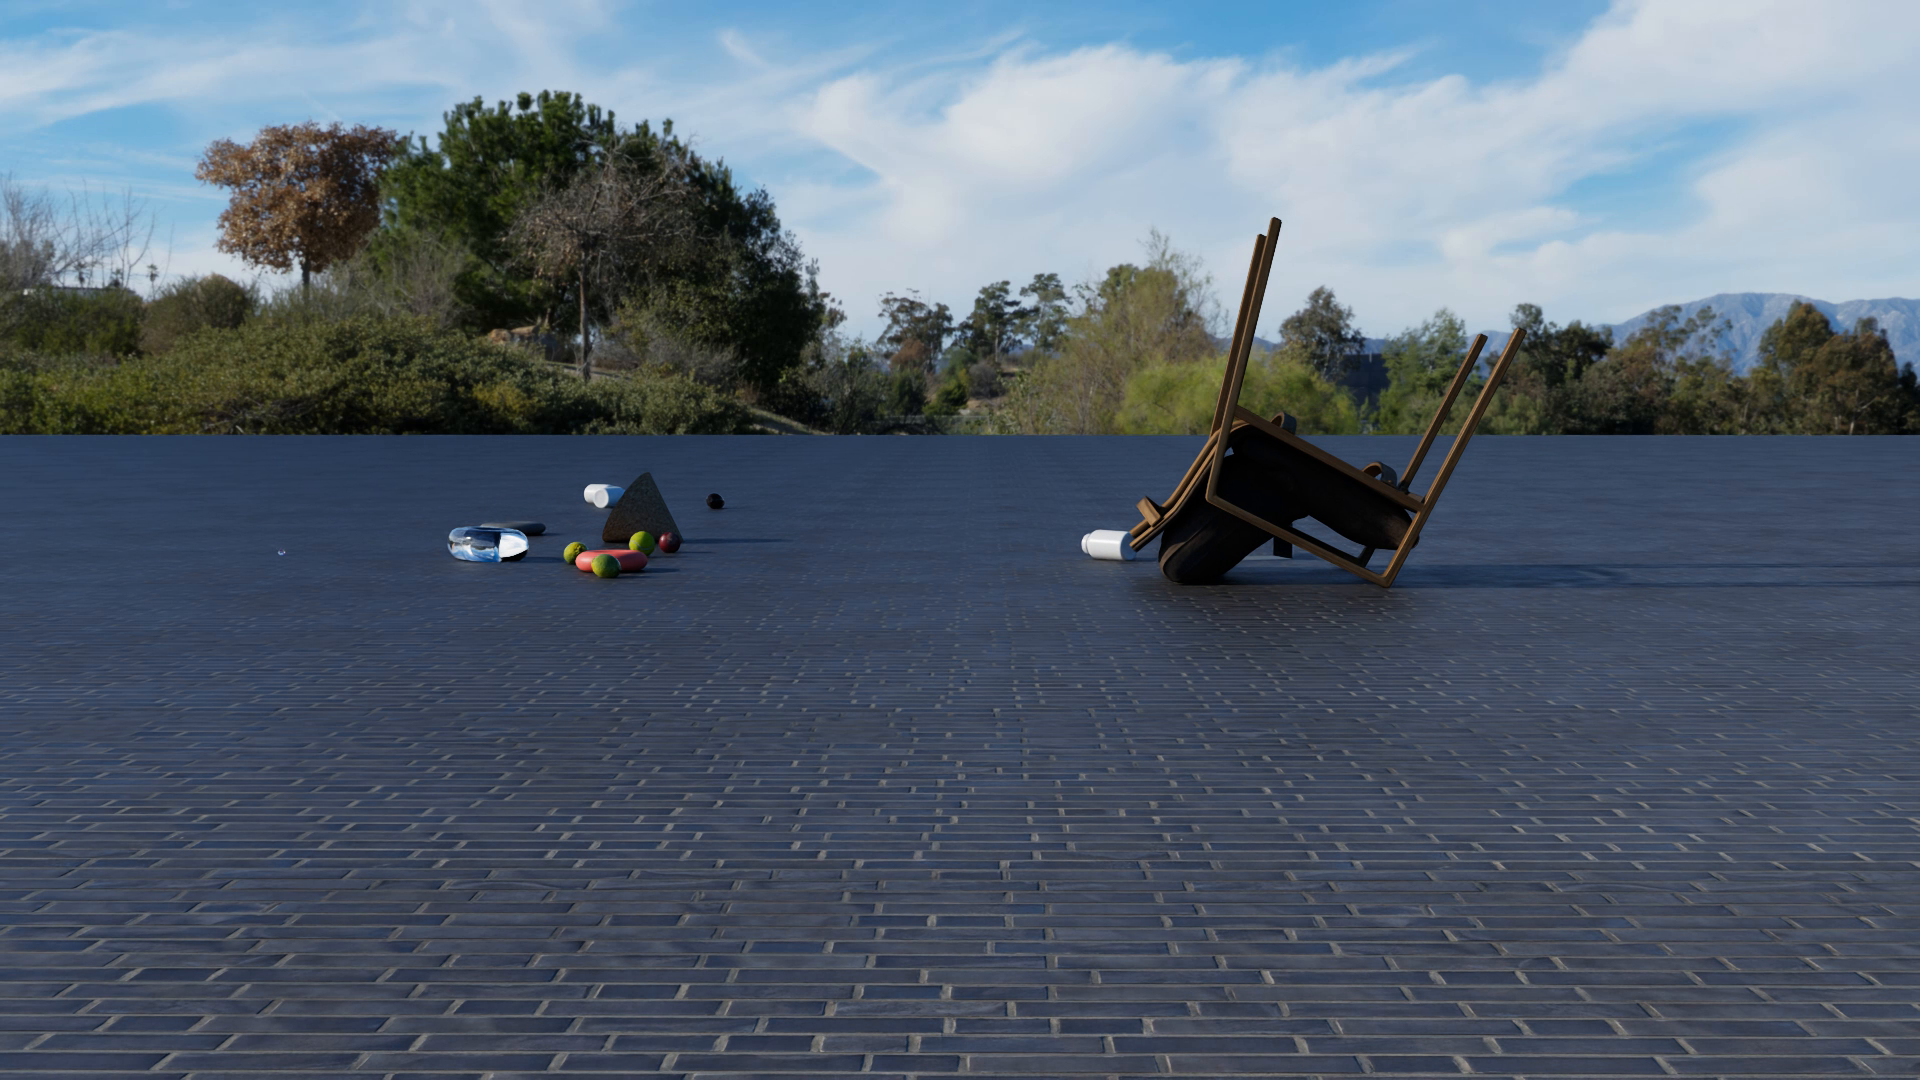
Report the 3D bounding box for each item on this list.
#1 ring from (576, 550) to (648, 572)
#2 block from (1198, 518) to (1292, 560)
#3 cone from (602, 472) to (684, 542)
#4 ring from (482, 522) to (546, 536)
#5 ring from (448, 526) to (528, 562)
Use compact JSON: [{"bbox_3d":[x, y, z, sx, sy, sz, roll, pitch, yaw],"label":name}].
[{"bbox_3d":[-0.861,0.052,5.437,0.175,0.050,0.178,1,3,25],"label":"ring"},{"bbox_3d":[0.761,-0.002,5.879,0.190,0.095,0.188,-1,4,-17],"label":"block"},{"bbox_3d":[-0.894,-0.045,6.461,0.205,0.246,0.211,31,-25,8],"label":"cone"},{"bbox_3d":[-1.381,-0.036,6.785,0.204,0.039,0.158,0,3,3],"label":"ring"},{"bbox_3d":[-1.241,0.012,5.777,0.266,0.083,0.161,4,4,38],"label":"ring"}]
